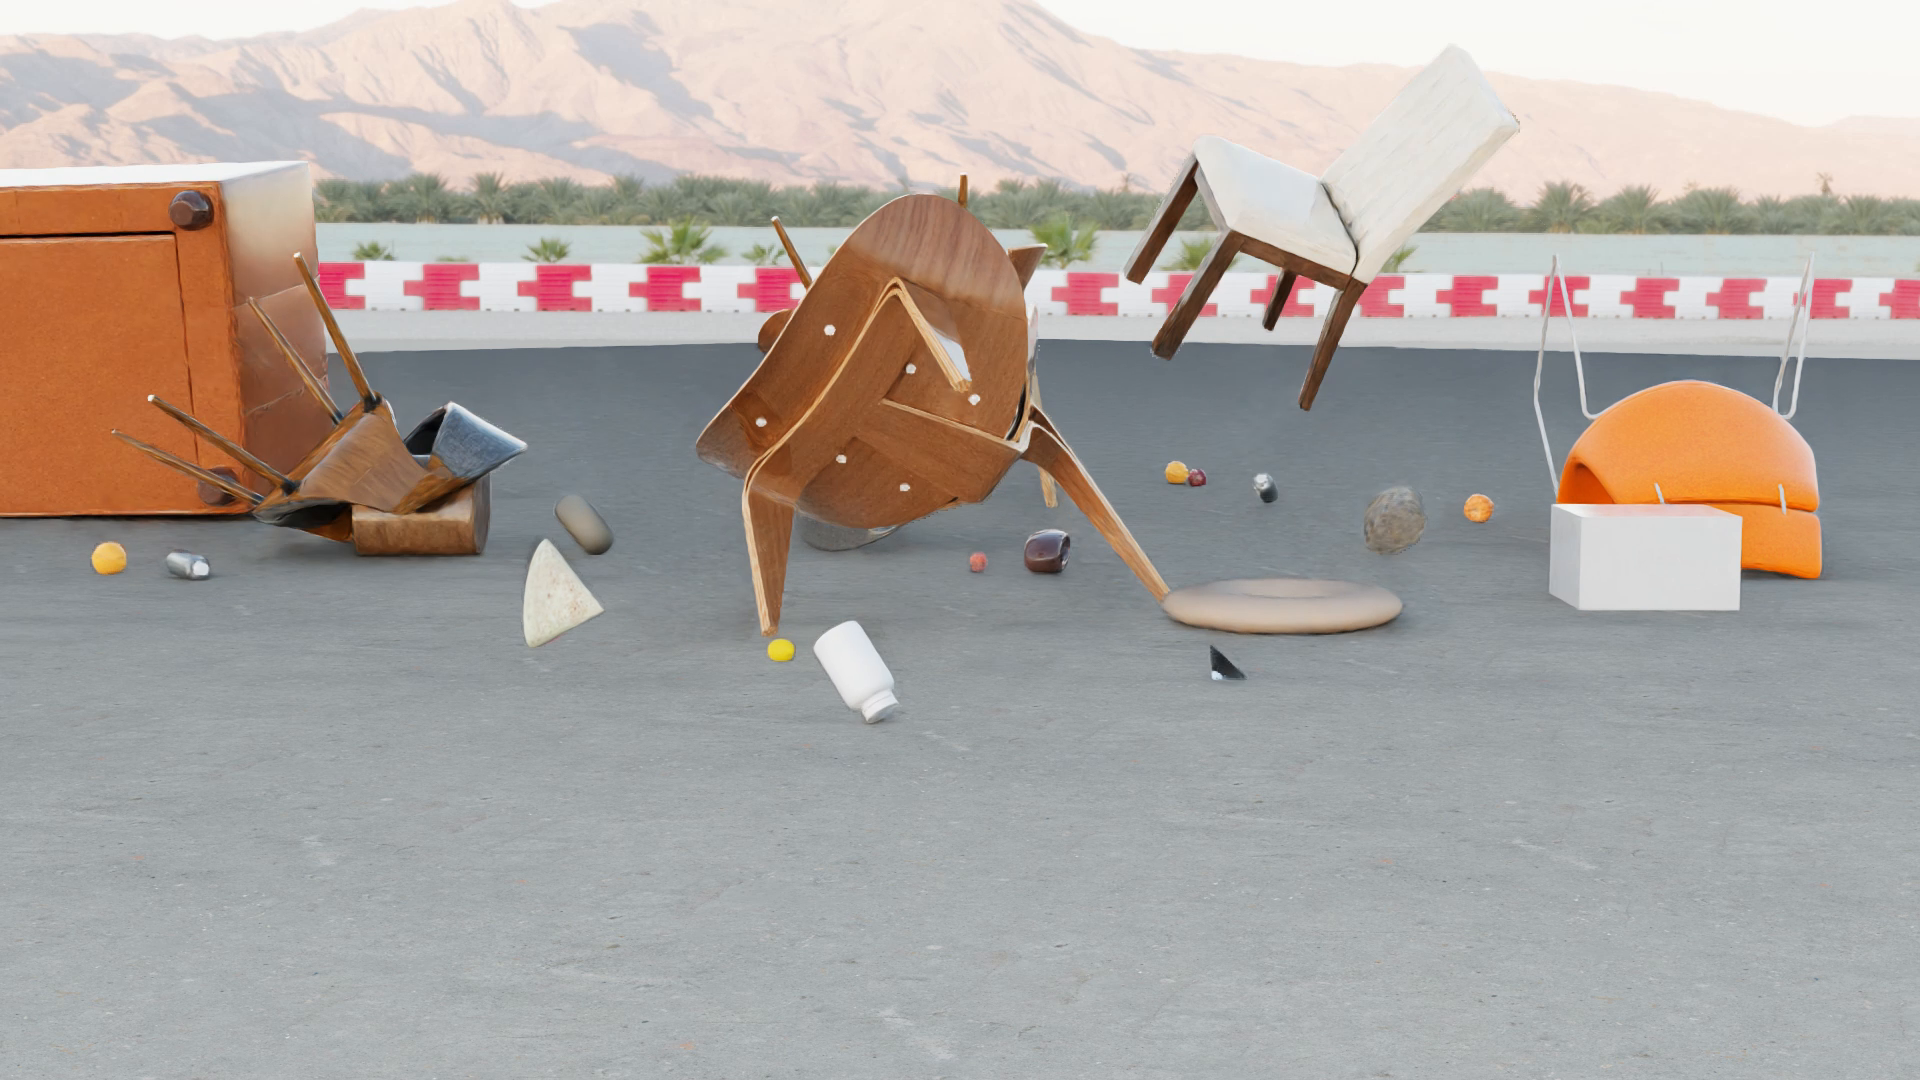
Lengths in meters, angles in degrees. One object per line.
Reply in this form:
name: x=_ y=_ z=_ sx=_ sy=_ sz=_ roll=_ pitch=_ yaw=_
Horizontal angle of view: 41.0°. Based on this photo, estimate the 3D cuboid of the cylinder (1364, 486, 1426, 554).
cylinder: x=1.019 y=-0.046 z=6.021 sx=0.111 sy=0.162 sz=0.076 roll=32 pitch=34 yaw=-21

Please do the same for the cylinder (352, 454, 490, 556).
cylinder: x=-1.272 y=-0.084 z=6.072 sx=0.282 sy=0.252 sz=0.180 roll=0 pitch=-24 yaw=1

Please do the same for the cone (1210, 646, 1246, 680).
cone: x=0.426 y=0.213 z=4.199 sx=0.082 sy=0.040 sz=0.096 roll=42 pitch=0 yaw=22

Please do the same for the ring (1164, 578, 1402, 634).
ring: x=0.615 y=0.123 z=4.899 sx=0.466 sy=0.066 sz=0.436 roll=-4 pitch=8 yaw=-34

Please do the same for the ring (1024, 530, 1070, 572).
ring: x=0.196 y=0.025 z=5.732 sx=0.081 sy=0.088 sz=0.194 roll=-2 pitch=13 yaw=14

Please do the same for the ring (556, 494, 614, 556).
ring: x=-0.893 y=-0.038 z=6.098 sx=0.077 sy=0.155 sz=0.235 roll=-39 pitch=24 yaw=-8

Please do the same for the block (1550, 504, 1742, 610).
block: x=1.383 y=0.032 z=5.196 sx=0.315 sy=0.185 sz=0.275 roll=0 pitch=6 yaw=1
